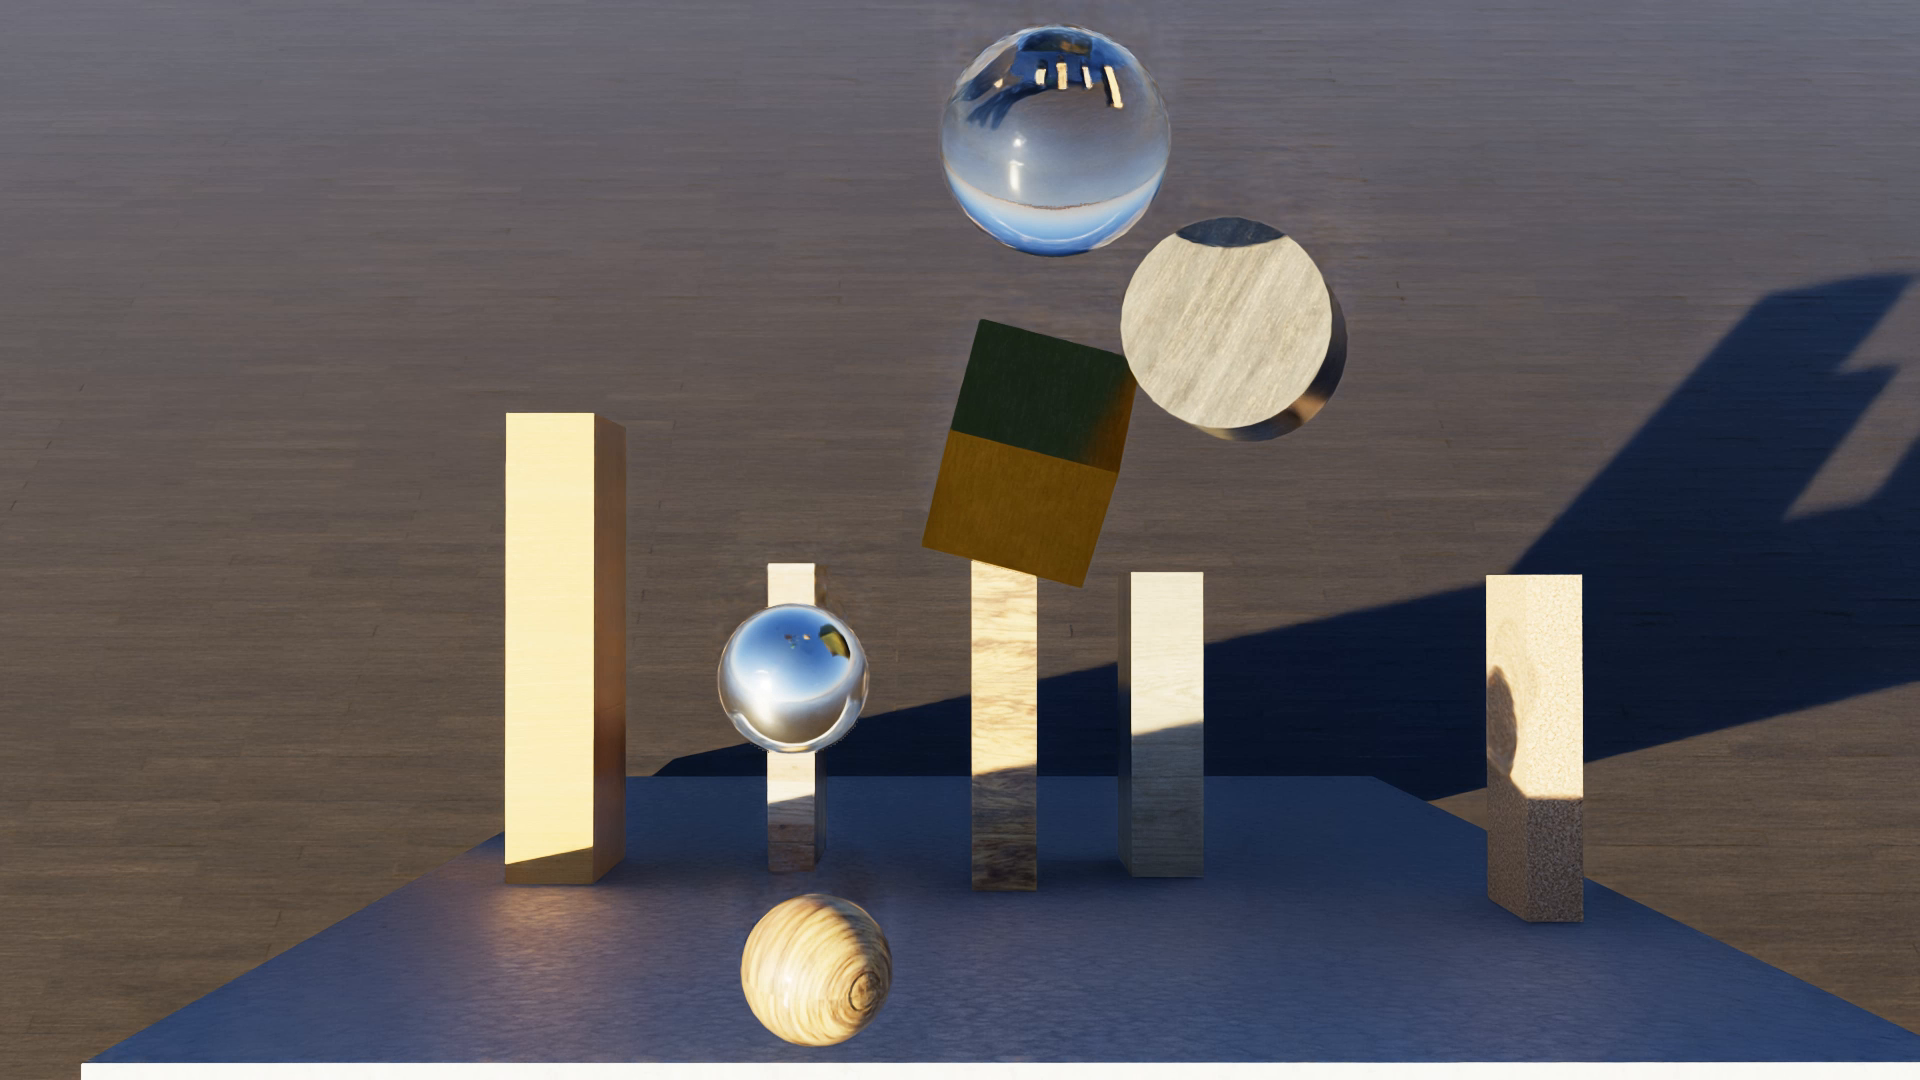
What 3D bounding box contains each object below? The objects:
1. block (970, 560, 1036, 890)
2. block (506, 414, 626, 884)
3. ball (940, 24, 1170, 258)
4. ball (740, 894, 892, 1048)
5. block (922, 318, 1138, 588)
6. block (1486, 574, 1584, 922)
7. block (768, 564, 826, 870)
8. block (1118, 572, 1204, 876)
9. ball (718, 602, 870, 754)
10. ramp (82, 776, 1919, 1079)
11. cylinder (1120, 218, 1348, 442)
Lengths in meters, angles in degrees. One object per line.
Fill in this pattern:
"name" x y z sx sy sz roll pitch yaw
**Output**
"block" 0.073 0.256 4.440 0.106 0.644 0.356 0 -1 0
"block" -0.690 0.185 4.573 0.147 0.791 0.426 0 -1 0
"ball" 0.080 -0.336 2.186 0.195 0.195 0.195 0 32 0
"ball" -0.157 0.471 2.838 0.166 0.166 0.166 0 32 0
"block" 0.071 -0.087 2.593 0.167 0.167 0.167 15 46 0
"block" 0.888 0.313 4.016 0.083 0.517 0.291 0 -1 0
"block" -0.297 0.314 4.767 0.082 0.538 0.424 0 -1 0
"block" 0.356 0.320 4.649 0.123 0.523 0.384 0 -1 0
"ball" -0.164 0.137 2.563 0.150 0.150 0.150 0 32 0
"ramp" 0.072 0.633 4.735 2.000 0.100 4.000 0 -1 0
"cylinder" 0.268 -0.199 2.503 0.196 0.196 0.196 8 0 13
